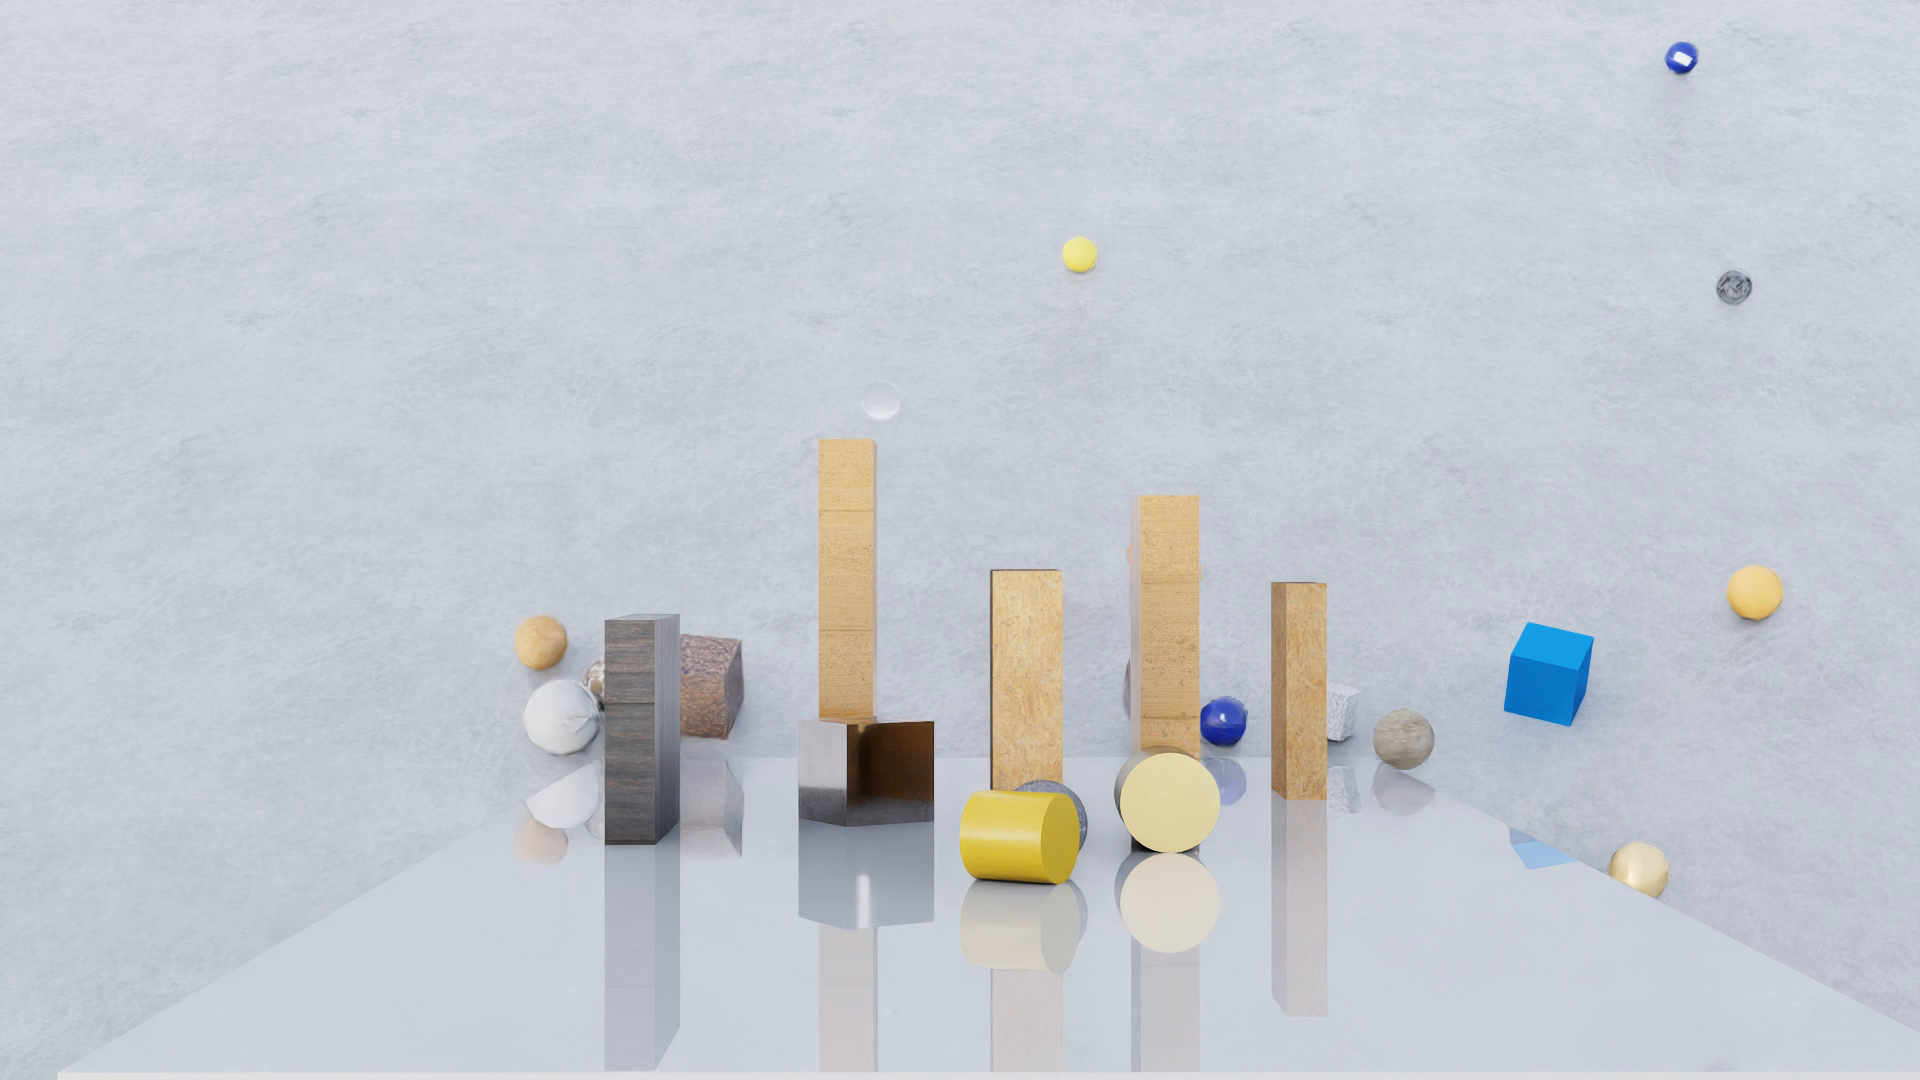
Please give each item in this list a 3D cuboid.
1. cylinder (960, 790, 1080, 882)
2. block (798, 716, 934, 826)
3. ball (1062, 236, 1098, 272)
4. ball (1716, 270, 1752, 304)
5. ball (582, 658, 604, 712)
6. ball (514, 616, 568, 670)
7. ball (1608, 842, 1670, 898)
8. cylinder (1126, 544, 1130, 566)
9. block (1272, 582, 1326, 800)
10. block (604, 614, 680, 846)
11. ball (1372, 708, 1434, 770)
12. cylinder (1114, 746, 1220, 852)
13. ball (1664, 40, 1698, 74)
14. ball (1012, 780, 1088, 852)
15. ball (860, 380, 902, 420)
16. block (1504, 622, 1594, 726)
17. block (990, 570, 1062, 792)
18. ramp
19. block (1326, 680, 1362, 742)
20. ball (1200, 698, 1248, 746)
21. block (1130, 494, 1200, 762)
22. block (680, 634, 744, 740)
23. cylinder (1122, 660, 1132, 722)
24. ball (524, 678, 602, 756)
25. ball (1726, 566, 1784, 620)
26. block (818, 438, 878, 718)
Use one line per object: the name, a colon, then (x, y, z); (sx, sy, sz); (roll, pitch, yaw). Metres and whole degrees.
cylinder: (0.097, 0.481, 4.201); (0.146, 0.146, 0.146); (-2, 27, 28)
block: (-0.187, 0.457, 5.151); (0.199, 0.199, 0.199); (0, 0, -32)
ball: (0.437, -1.040, 9.436); (0.130, 0.130, 0.130); (0, 30, 0)
ball: (2.753, -0.898, 9.202); (0.122, 0.122, 0.122); (0, 30, 0)
ball: (-0.935, 0.388, 6.933); (0.150, 0.150, 0.150); (0, 30, 0)
ball: (-1.160, 0.285, 7.163); (0.149, 0.149, 0.149); (0, 30, 0)
ball: (1.647, 0.806, 6.280); (0.144, 0.144, 0.144); (0, 30, 0)
cylinder: (0.590, 0.068, 7.515); (0.165, 0.165, 0.165); (-10, 32, -17)
block: (0.743, 0.326, 5.680); (0.087, 0.464, 0.269); (0, 0, 0)
block: (-0.601, 0.351, 4.921); (0.091, 0.410, 0.427); (0, 0, 0)
ball: (1.118, 0.503, 6.529); (0.154, 0.154, 0.154); (0, 30, 0)
cylinder: (0.372, 0.466, 4.676); (0.178, 0.178, 0.178); (0, 0, 0)
ball: (3.126, -2.089, 11.209); (0.142, 0.142, 0.142); (0, 30, 0)
ball: (0.139, 0.478, 4.347); (0.151, 0.151, 0.151); (0, 30, 0)
ball: (-0.256, -0.456, 8.437); (0.134, 0.134, 0.134); (0, 30, 0)
block: (1.592, 0.362, 6.999); (0.181, 0.181, 0.181); (13, 33, 21)
block: (0.116, 0.304, 4.623); (0.119, 0.501, 0.401); (0, 0, 0)
ramp: (0.068, 0.605, 4.670); (2.000, 0.100, 4.000); (0, 0, 0)
block: (0.980, 0.450, 6.871); (0.122, 0.122, 0.122); (14, 11, 23)
ball: (0.695, 0.482, 6.845); (0.130, 0.130, 0.130); (0, 30, 0)
block: (0.386, 0.236, 4.897); (0.108, 0.638, 0.264); (0, 0, 0)
block: (-0.699, 0.391, 6.936); (0.194, 0.194, 0.194); (5, 31, 8)
cylinder: (0.525, 0.392, 6.889); (0.176, 0.176, 0.176); (0, 61, 0)
ball: (-1.044, 0.466, 6.803); (0.201, 0.201, 0.201); (0, 30, 0)
ball: (2.268, 0.150, 7.386); (0.155, 0.155, 0.155); (0, 30, 0)
block: (-0.238, 0.173, 5.546); (0.114, 0.768, 0.294); (0, 0, 0)
